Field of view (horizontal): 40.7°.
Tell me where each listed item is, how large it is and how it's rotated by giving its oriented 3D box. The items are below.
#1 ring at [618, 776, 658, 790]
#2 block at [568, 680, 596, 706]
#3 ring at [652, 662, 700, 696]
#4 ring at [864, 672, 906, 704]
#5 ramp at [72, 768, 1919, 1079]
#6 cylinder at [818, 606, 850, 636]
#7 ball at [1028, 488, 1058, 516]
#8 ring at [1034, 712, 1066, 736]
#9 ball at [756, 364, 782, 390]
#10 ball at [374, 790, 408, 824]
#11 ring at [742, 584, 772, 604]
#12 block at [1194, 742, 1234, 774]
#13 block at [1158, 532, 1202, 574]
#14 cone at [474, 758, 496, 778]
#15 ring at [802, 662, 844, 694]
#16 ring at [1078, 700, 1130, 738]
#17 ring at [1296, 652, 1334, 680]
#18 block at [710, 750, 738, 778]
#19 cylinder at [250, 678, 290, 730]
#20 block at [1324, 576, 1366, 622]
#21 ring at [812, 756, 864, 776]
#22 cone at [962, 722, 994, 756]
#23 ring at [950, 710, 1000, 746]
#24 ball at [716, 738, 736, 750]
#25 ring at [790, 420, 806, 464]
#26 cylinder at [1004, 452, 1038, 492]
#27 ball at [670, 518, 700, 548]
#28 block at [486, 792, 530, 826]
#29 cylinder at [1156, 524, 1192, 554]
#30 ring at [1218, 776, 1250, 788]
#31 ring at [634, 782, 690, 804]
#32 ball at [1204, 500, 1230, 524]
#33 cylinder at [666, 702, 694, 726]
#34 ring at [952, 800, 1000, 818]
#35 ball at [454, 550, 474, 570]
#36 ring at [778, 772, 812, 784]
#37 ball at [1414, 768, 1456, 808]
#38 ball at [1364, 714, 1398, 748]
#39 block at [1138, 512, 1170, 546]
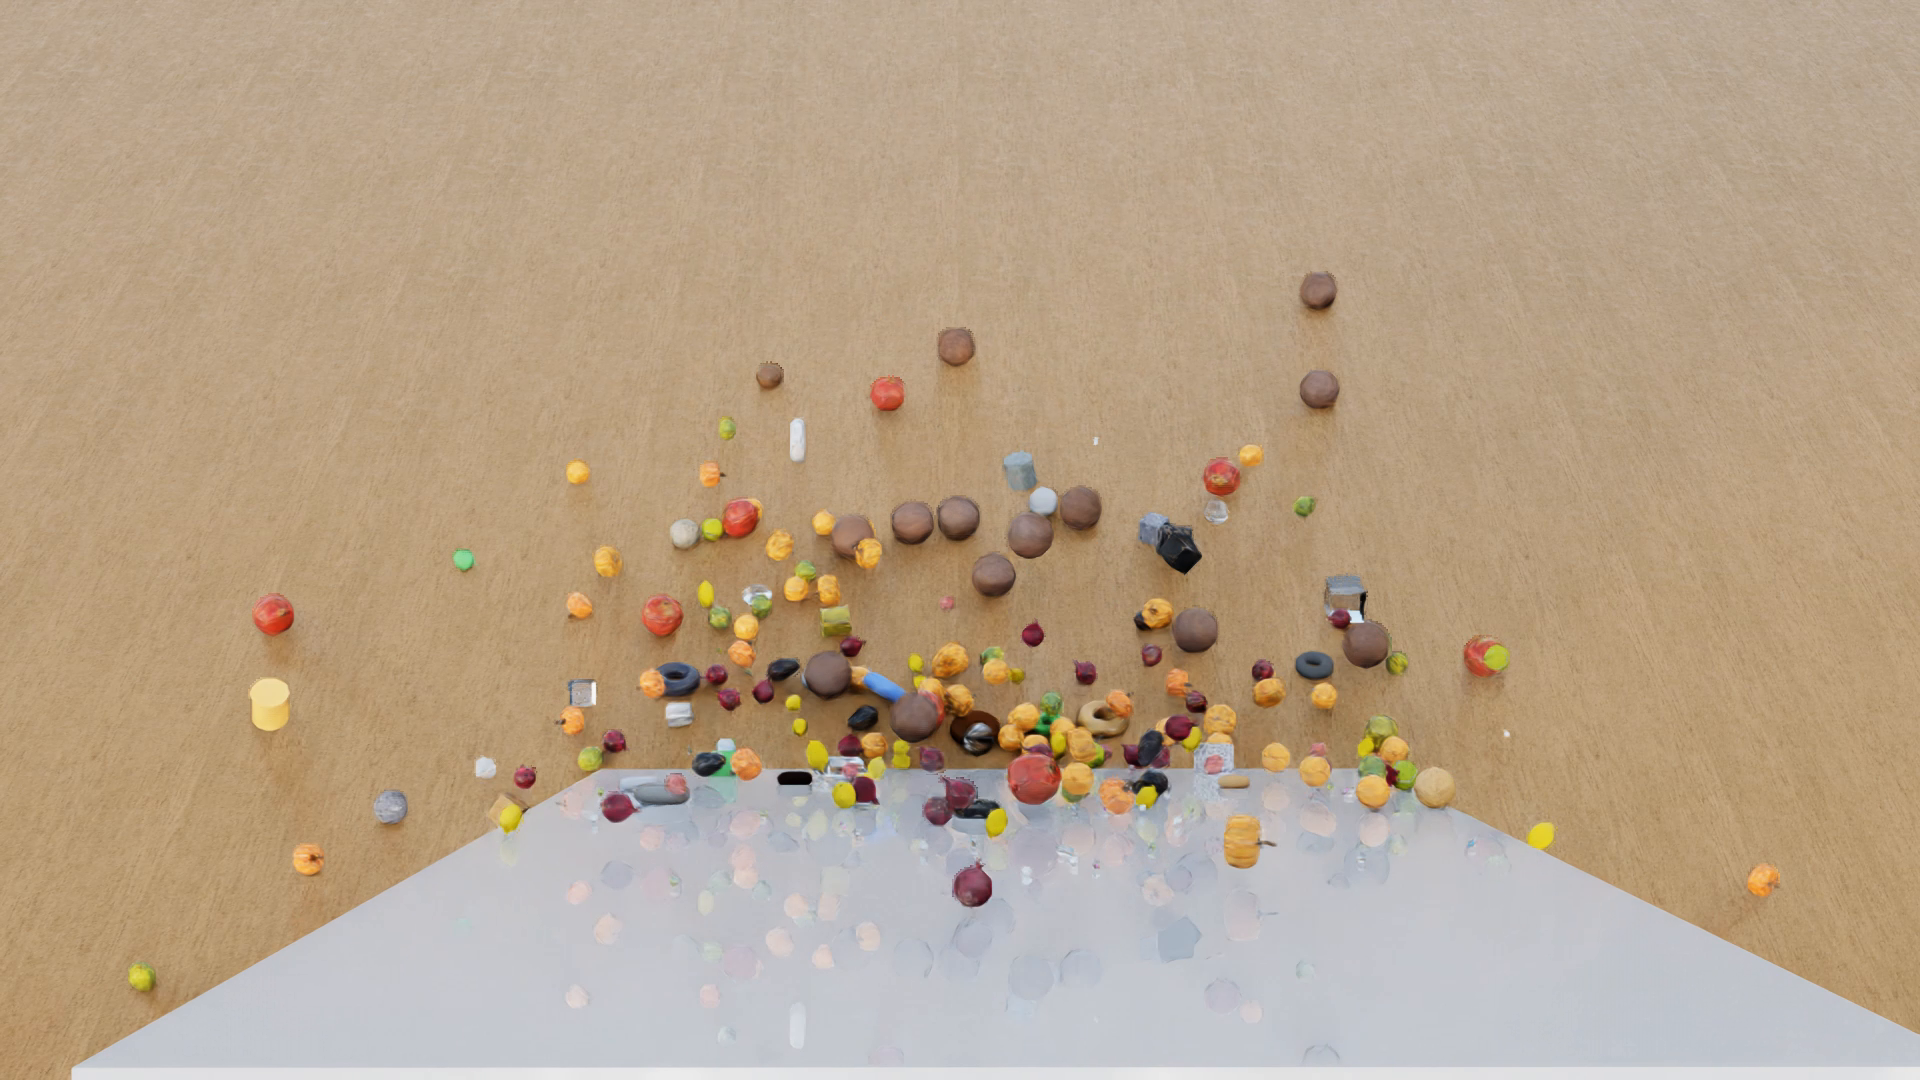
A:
[{"bbox_3d":[-0.754,0.571,6.073,0.093,0.031,0.093,-2,-4,0],"label":"ring"},{"bbox_3d":[-1.028,0.418,7.057,0.061,0.061,0.061,-5,-11,3],"label":"block"},{"bbox_3d":[-0.785,0.385,7.163,0.136,0.045,0.136,1,32,-1],"label":"ring"},{"bbox_3d":[-0.204,0.404,7.074,0.129,0.129,0.043,25,81,34],"label":"ring"},{"bbox_3d":[0.070,0.622,4.707,2.000,0.100,4.000,0,-1,0],"label":"ramp"},{"bbox_3d":[-0.356,0.231,7.377,0.079,0.079,0.079,-7,32,-9],"label":"cylinder"},{"bbox_3d":[0.255,-0.116,7.933,0.090,0.090,0.090,0,32,0],"label":"ball"},{"bbox_3d":[0.241,0.498,6.996,0.087,0.029,0.087,0,33,0],"label":"ring"},{"bbox_3d":[-0.636,-0.545,8.632,0.086,0.086,0.086,0,32,0],"label":"ball"},{"bbox_3d":[-1.458,0.684,6.639,0.085,0.085,0.085,0,32,0],"label":"ball"},{"bbox_3d":[-0.592,0.159,7.545,0.087,0.029,0.087,-1,32,1],"label":"ring"},{"bbox_3d":[0.647,0.555,6.601,0.072,0.072,0.072,-1,0,-25],"label":"block"},{"bbox_3d":[0.649,0.038,7.620,0.076,0.076,0.076,24,24,-39],"label":"block"},{"bbox_3d":[-1.252,0.607,6.770,0.060,0.060,0.060,7,20,12],"label":"cone"},{"bbox_3d":[-0.381,0.382,7.173,0.117,0.039,0.117,1,35,-1],"label":"ring"},{"bbox_3d":[0.387,0.484,7.001,0.142,0.047,0.142,1,31,-1],"label":"ring"},{"bbox_3d":[0.990,0.350,7.229,0.110,0.037,0.110,-1,32,1],"label":"ring"},{"bbox_3d":[-0.591,0.560,6.476,0.062,0.062,0.062,0,-1,5],"label":"block"},{"bbox_3d":[-1.850,0.441,6.949,0.099,0.099,0.099,7,45,-7],"label":"cylinder"},{"bbox_3d":[1.108,0.170,7.462,0.098,0.098,0.098,-2,32,-3],"label":"block"},{"bbox_3d":[-0.307,0.569,6.528,0.134,0.045,0.134,-1,-1,0],"label":"ring"},{"bbox_3d":[0.030,0.523,6.855,0.090,0.090,0.090,17,-1,25],"label":"cone"},{"bbox_3d":[0.041,0.508,6.964,0.135,0.045,0.135,-1,32,1],"label":"ring"},{"bbox_3d":[-0.623,0.552,6.886,0.052,0.052,0.052,0,32,0],"label":"ball"},{"bbox_3d":[-0.511,-0.312,8.173,0.047,0.142,0.142,-1,32,-2],"label":"ring"},{"bbox_3d":[0.186,-0.211,7.973,0.090,0.090,0.090,-10,31,6],"label":"cylinder"},{"bbox_3d":[-0.827,-0.019,7.775,0.091,0.091,0.091,0,32,0],"label":"ball"},{"bbox_3d":[-0.967,0.580,5.543,0.058,0.058,0.058,36,4,3],"label":"block"},{"bbox_3d":[0.640,0.003,7.726,0.091,0.091,0.091,7,32,-3],"label":"cylinder"},{"bbox_3d":[0.651,0.574,6.153,0.078,0.026,0.078,0,1,0],"label":"ring"},{"bbox_3d":[-0.661,0.563,5.746,0.126,0.042,0.126,1,-1,0],"label":"ring"},{"bbox_3d":[0.783,-0.086,7.899,0.075,0.075,0.075,0,32,0],"label":"ball"},{"bbox_3d":[-0.757,0.471,7.002,0.063,0.063,0.063,-3,32,2],"label":"cylinder"},{"bbox_3d":[0.033,0.563,5.421,0.100,0.033,0.100,-2,0,0],"label":"ring"},{"bbox_3d":[-1.471,0.059,7.679,0.058,0.058,0.058,0,32,0],"label":"ball"},{"bbox_3d":[-0.398,0.574,6.246,0.087,0.029,0.087,0,-2,0],"label":"ring"},{"bbox_3d":[1.028,0.537,5.612,0.089,0.089,0.089,0,32,0],"label":"ball"},{"bbox_3d":[1.125,0.512,6.915,0.090,0.090,0.090,0,32,0],"label":"ball"},{"bbox_3d":[0.587,-0.032,7.818,0.067,0.067,0.067,20,37,29],"label":"block"}]
